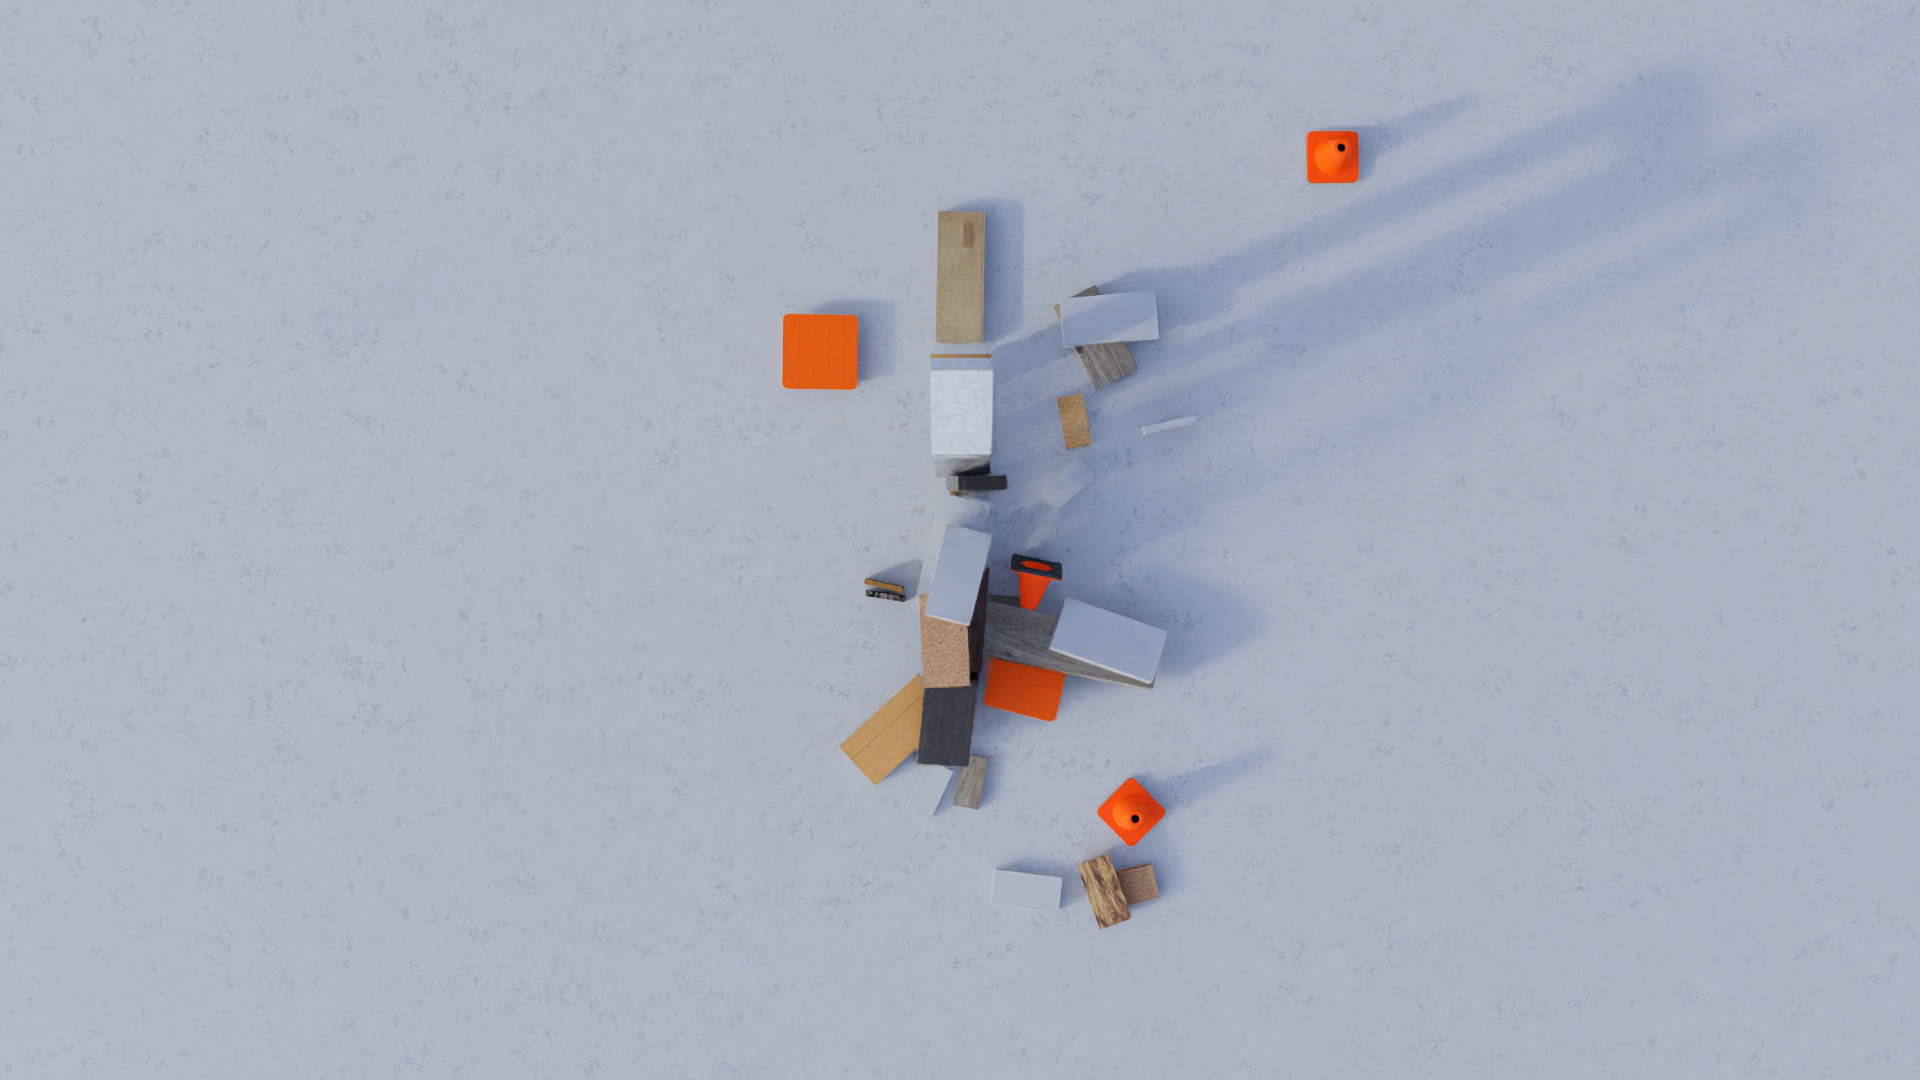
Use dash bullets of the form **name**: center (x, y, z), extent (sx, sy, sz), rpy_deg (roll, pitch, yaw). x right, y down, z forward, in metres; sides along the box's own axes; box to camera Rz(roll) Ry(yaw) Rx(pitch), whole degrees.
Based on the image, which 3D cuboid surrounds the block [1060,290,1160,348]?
- **block**: center (0.491, -0.728, 5.434), extent (0.312, 0.044, 0.156), rpy_deg (-5, 90, 0)

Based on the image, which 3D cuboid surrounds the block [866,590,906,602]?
- **block**: center (-0.248, 0.186, 5.468), extent (0.129, 0.064, 0.018), rpy_deg (9, 90, 0)

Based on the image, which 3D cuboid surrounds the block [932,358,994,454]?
- **block**: center (0.006, -0.390, 4.846), extent (0.177, 0.355, 0.050), rpy_deg (0, 51, 0)

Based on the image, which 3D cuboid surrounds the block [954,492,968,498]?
- **block**: center (0.003, -0.124, 5.416), extent (0.048, 0.095, 0.014), rpy_deg (-2, 58, 0)

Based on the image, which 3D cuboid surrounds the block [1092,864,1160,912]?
- **block**: center (0.539, 1.157, 5.484), extent (0.225, 0.032, 0.113), rpy_deg (-13, 90, 0)

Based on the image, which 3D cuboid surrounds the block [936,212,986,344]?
- **block**: center (0.002, -0.871, 5.478), extent (0.156, 0.044, 0.430), rpy_deg (1, 90, 0)

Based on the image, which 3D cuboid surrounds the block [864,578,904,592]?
- **block**: center (-0.252, 0.150, 5.468), extent (0.129, 0.064, 0.018), rpy_deg (13, 90, 0)

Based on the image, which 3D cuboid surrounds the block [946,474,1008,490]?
- **block**: center (0.047, -0.179, 5.159), extent (0.148, 0.481, 0.042), rpy_deg (-2, 92, -5)

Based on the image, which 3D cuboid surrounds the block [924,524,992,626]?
- **block**: center (-0.005, 0.111, 5.225), extent (0.148, 0.042, 0.296), rpy_deg (14, 79, 2)

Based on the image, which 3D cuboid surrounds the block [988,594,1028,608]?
- **block**: center (0.142, 0.224, 5.489), extent (0.161, 0.023, 0.081), rpy_deg (5, 90, 0)

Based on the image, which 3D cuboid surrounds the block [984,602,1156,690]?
- **block**: center (0.272, 0.332, 5.436), extent (0.768, 0.050, 0.176), rpy_deg (12, 77, -3)

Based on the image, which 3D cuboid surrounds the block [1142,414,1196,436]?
- **block**: center (0.692, -0.380, 5.457), extent (0.172, 0.086, 0.024), rpy_deg (-13, 90, 0)

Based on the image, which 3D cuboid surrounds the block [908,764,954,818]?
- **block**: center (-0.098, 0.828, 5.488), extent (0.086, 0.024, 0.173), rpy_deg (25, 90, 0)

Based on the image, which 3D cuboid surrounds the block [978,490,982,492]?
- **block**: center (0.032, -0.279, 5.421), extent (0.113, 0.032, 0.225), rpy_deg (7, 87, -6)

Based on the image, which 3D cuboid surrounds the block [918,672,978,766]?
- **block**: center (-0.041, 0.580, 5.373), extent (0.169, 0.048, 0.338), rpy_deg (4, 117, -3)

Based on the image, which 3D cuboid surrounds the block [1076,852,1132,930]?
- **block**: center (0.476, 1.160, 5.452), extent (0.113, 0.032, 0.225), rpy_deg (-20, 90, 0)

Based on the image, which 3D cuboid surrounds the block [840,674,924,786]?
- **block**: center (-0.210, 0.629, 5.475), extent (0.353, 0.050, 0.176), rpy_deg (-42, 90, 0)

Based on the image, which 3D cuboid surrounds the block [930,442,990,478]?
- **block**: center (0.004, -0.254, 5.201), extent (0.177, 0.355, 0.050), rpy_deg (-3, 83, 1)

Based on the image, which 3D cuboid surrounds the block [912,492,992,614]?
- **block**: center (-0.026, 0.059, 5.302), extent (0.169, 0.048, 0.394), rpy_deg (13, 90, 0)

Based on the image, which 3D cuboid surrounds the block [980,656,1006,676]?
- **block**: center (0.098, 0.369, 5.478), extent (0.081, 0.023, 0.161), rpy_deg (-7, 90, -16)

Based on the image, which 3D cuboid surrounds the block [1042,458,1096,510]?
- **block**: center (0.360, -0.186, 5.488), extent (0.172, 0.024, 0.086), rpy_deg (-42, 90, 0)

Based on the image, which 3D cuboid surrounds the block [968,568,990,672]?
- **block**: center (-0.001, 0.253, 5.349), extent (0.169, 0.048, 0.337), rpy_deg (4, 90, 0)

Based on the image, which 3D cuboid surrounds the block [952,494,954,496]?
- **block**: center (0.004, -0.112, 5.463), extent (0.048, 0.014, 0.095), rpy_deg (-8, 129, 5)

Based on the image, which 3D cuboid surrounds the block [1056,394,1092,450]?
- **block**: center (0.381, -0.395, 5.488), extent (0.086, 0.024, 0.172), rpy_deg (-11, 90, 0)

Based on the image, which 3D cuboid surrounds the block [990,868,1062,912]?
- **block**: center (0.222, 1.162, 5.484), extent (0.225, 0.032, 0.112), rpy_deg (7, 90, 0)

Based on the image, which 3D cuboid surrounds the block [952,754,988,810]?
- **block**: center (0.035, 0.803, 5.488), extent (0.086, 0.024, 0.173), rpy_deg (11, 90, 0)

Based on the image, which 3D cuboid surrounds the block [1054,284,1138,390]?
- **block**: center (0.450, -0.671, 5.478), extent (0.156, 0.044, 0.312), rpy_deg (-27, 90, 0)

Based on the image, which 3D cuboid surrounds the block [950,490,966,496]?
- **block**: center (-0.009, -0.182, 5.471), extent (0.053, 0.015, 0.105), rpy_deg (-8, 88, -2)

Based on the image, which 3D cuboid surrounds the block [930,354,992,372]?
- **block**: center (0.004, -0.522, 5.134), extent (0.177, 0.732, 0.050), rpy_deg (-1, 92, 0)

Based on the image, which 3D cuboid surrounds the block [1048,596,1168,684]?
- **block**: center (0.485, 0.329, 5.406), extent (0.353, 0.050, 0.176), rpy_deg (19, 76, -1)

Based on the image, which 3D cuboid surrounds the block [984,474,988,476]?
- **block**: center (0.038, -0.280, 5.454), extent (0.113, 0.032, 0.225), rpy_deg (2, 87, -6)

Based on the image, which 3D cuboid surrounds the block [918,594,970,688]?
- **block**: center (-0.049, 0.319, 5.252), extent (0.148, 0.042, 0.296), rpy_deg (-3, 89, -1)
